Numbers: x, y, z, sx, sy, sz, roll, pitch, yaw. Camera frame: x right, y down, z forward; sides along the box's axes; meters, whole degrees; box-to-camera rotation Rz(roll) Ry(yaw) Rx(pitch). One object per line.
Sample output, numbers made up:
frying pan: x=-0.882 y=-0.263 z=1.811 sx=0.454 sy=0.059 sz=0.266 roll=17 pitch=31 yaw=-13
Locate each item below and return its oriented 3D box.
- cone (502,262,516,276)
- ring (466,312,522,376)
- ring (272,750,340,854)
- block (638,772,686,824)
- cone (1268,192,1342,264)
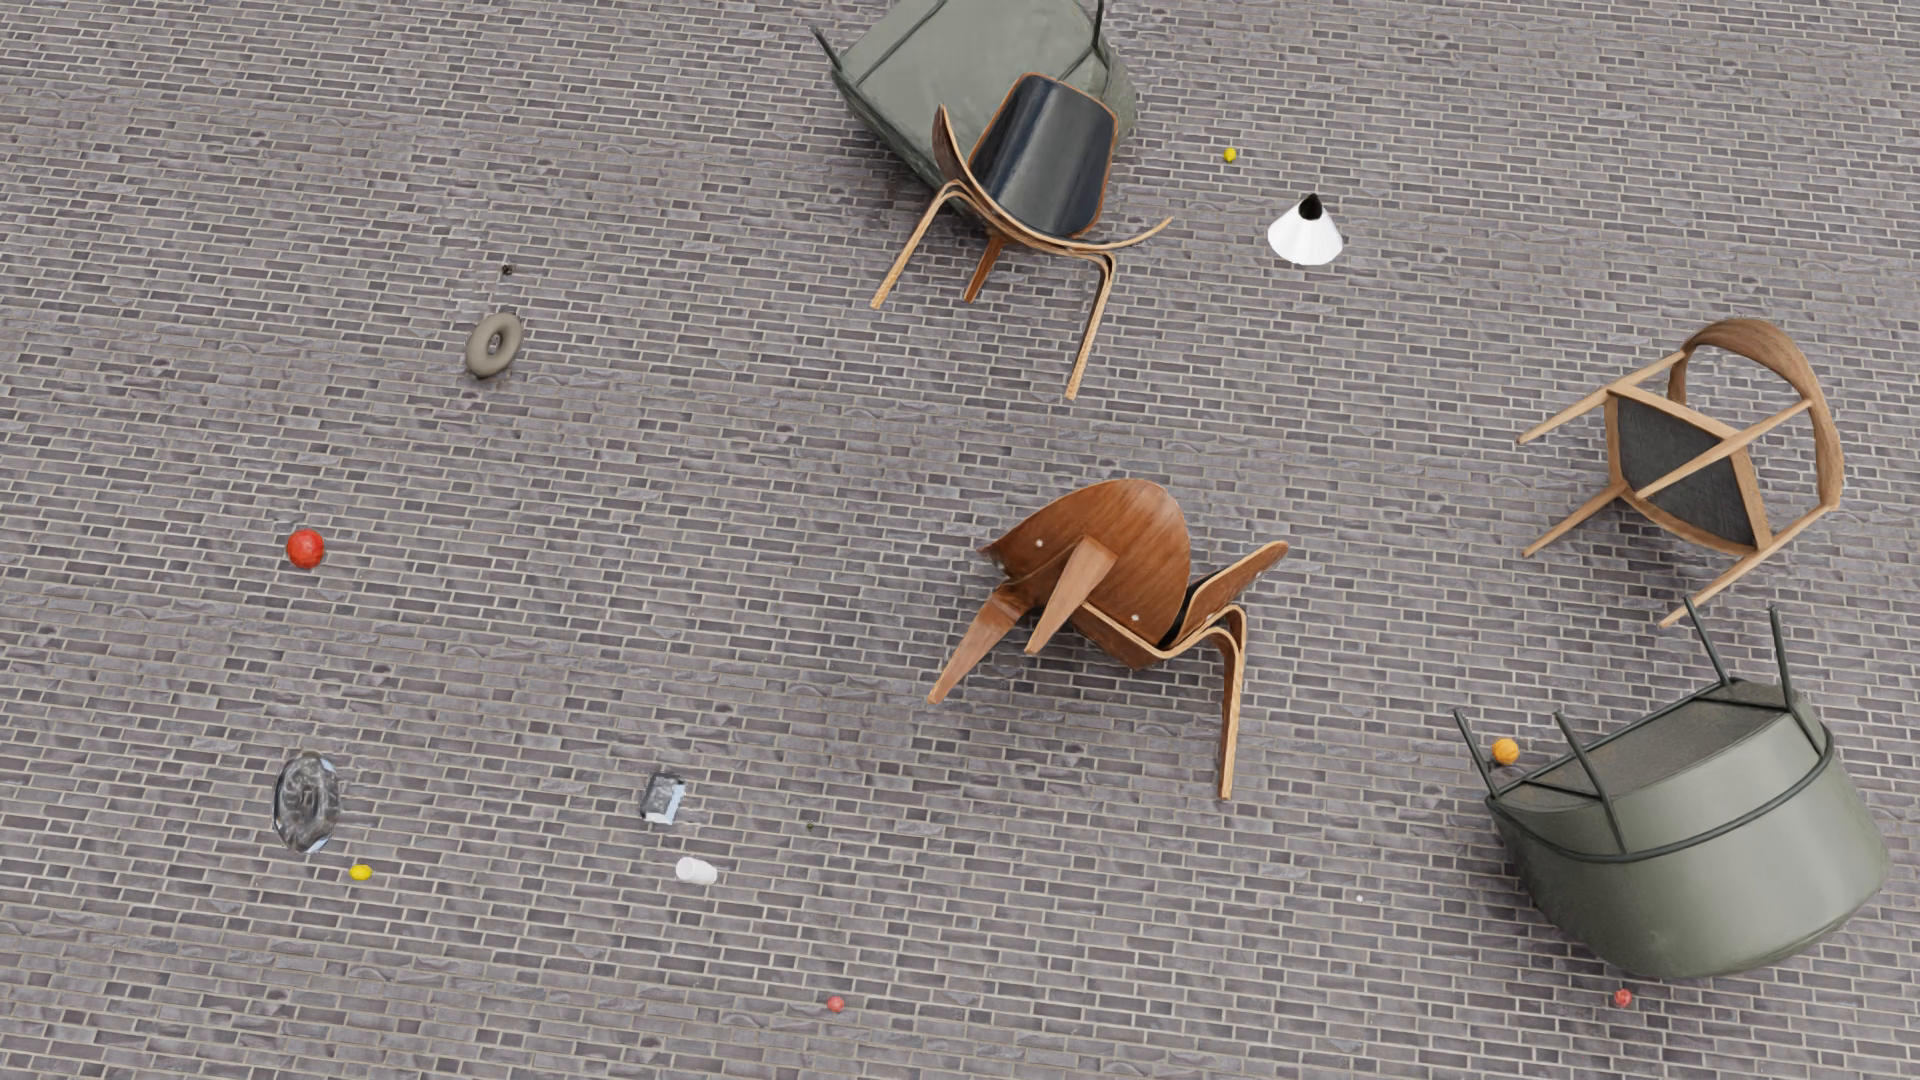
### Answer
cone: x=-1.459 y=-0.893 z=7.160 sx=0.036 sy=0.050 sz=0.065 roll=46 pitch=39 yaw=-11
ring: x=-1.463 y=-0.614 z=6.902 sx=0.077 sy=0.155 sz=0.235 roll=5 pitch=54 yaw=44
ring: x=-1.781 y=0.714 z=5.994 sx=0.186 sy=0.097 sz=0.281 roll=-4 pitch=78 yaw=15
block: x=-0.818 y=0.708 z=6.042 sx=0.081 sy=0.055 sz=0.125 roll=6 pitch=56 yaw=18
cone: x=1.137 y=-1.056 z=7.148 sx=0.248 sy=0.223 sz=0.230 roll=20 pitch=58 yaw=13
